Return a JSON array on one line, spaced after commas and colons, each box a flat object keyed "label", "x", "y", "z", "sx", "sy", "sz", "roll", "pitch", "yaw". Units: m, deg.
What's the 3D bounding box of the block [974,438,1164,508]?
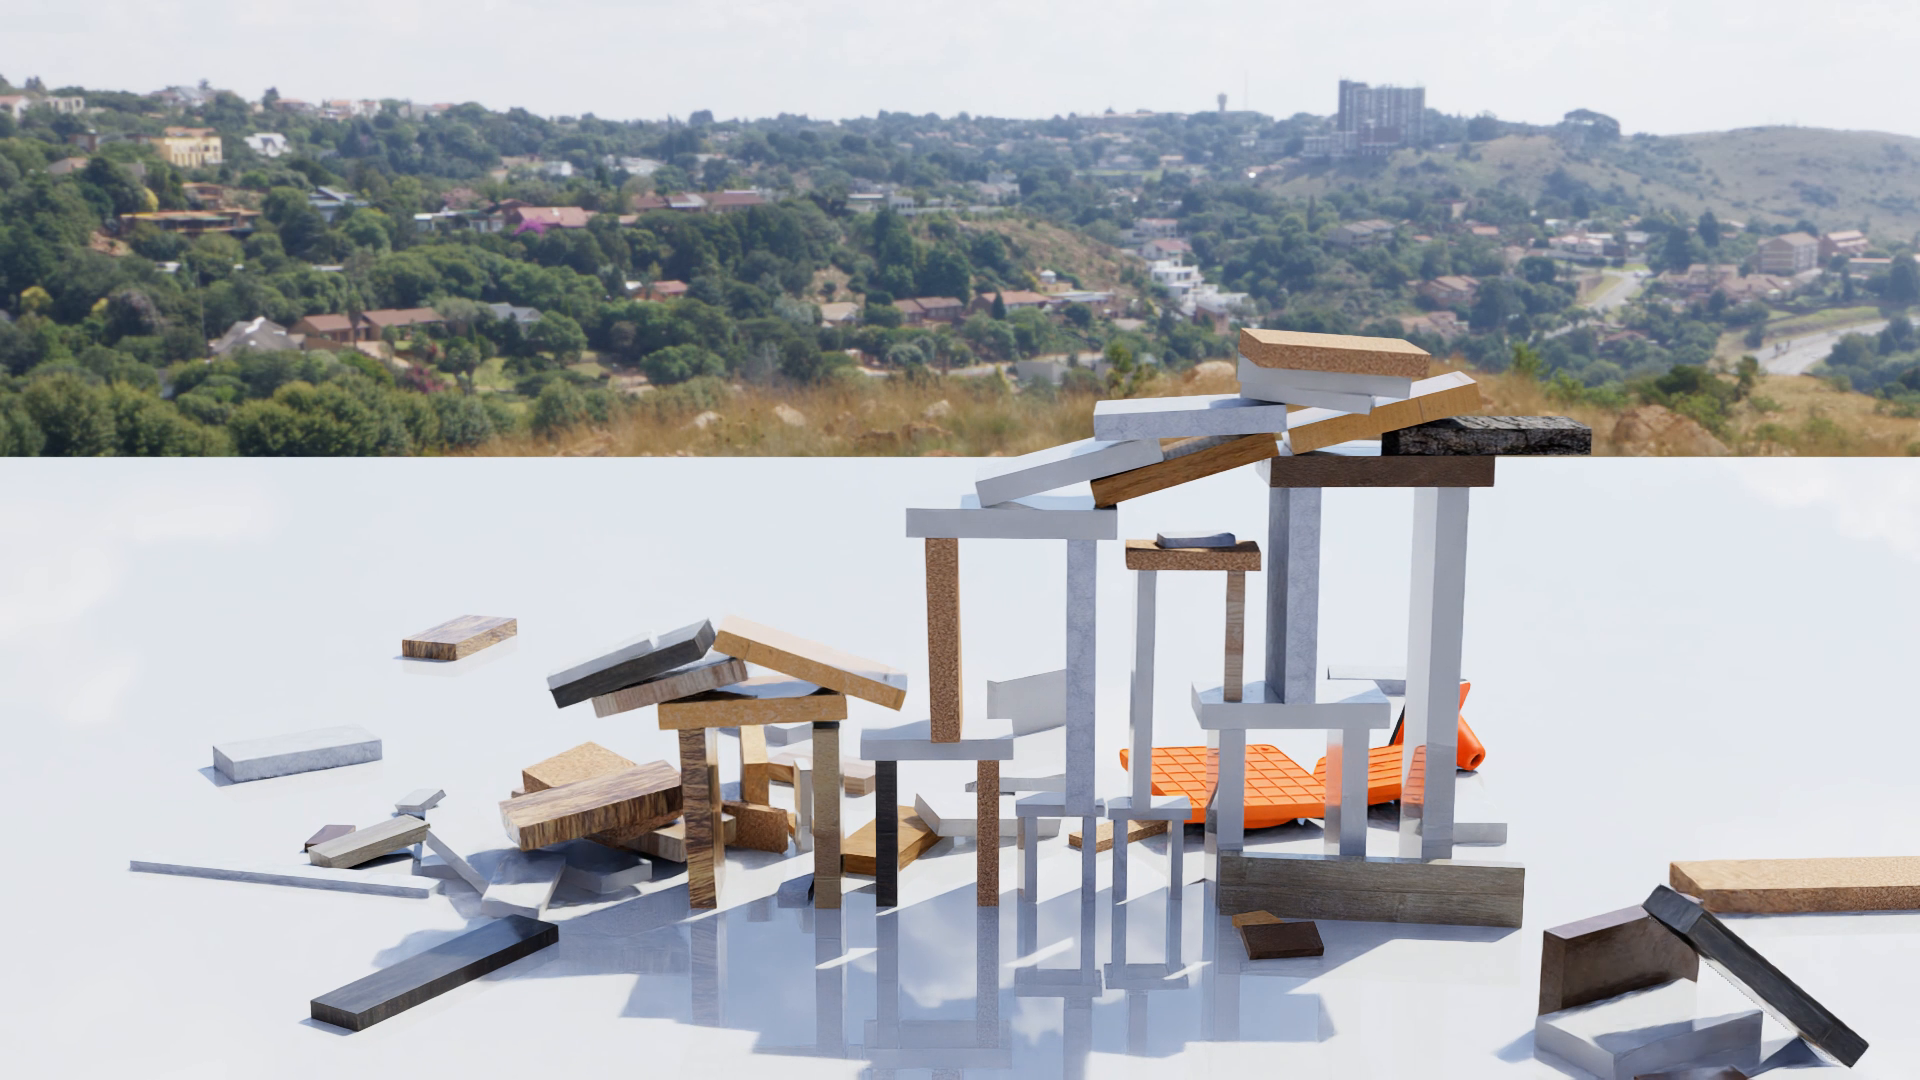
[{"label": "block", "x": 0.174, "y": -0.122, "z": 3.531, "sx": 0.297, "sy": 0.042, "sz": 0.148, "roll": -14, "pitch": 10, "yaw": 5}]

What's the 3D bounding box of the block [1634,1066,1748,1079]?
[{"label": "block", "x": 0.971, "y": 0.723, "z": 2.898, "sx": 0.143, "sy": 0.020, "sz": 0.072, "roll": -2, "pitch": 11, "yaw": -13}]

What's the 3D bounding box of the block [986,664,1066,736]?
[{"label": "block", "x": 0.163, "y": 0.340, "z": 4.677, "sx": 0.246, "sy": 0.123, "sz": 0.035, "roll": -8, "pitch": 13, "yaw": -38}]

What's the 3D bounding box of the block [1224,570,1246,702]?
[{"label": "block", "x": 0.447, "y": 0.145, "z": 3.577, "sx": 0.030, "sy": 0.213, "sz": 0.107, "roll": 2, "pitch": 11, "yaw": 8}]

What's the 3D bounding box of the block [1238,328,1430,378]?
[{"label": "block", "x": 0.573, "y": -0.287, "z": 3.380, "sx": 0.264, "sy": 0.037, "sz": 0.132, "roll": 3, "pitch": 15, "yaw": -8}]

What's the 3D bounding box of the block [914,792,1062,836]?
[{"label": "block", "x": 0.049, "y": 0.495, "z": 3.969, "sx": 0.238, "sy": 0.034, "sz": 0.119, "roll": 3, "pitch": 15, "yaw": -24}]

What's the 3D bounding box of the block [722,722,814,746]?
[{"label": "block", "x": -0.409, "y": 0.385, "z": 4.677, "sx": 0.246, "sy": 0.035, "sz": 0.123, "roll": 9, "pitch": 14, "yaw": 41}]

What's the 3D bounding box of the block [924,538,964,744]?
[{"label": "block", "x": -0.025, "y": 0.147, "z": 3.585, "sx": 0.047, "sy": 0.334, "sz": 0.167, "roll": -1, "pitch": 10, "yaw": 2}]

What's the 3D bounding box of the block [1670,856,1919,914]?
[{"label": "block", "x": 1.518, "y": 0.571, "z": 3.660, "sx": 0.633, "sy": 0.041, "sz": 0.145, "roll": -1, "pitch": 11, "yaw": -4}]

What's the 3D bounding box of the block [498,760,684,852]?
[{"label": "block", "x": -0.617, "y": 0.448, "z": 3.730, "sx": 0.297, "sy": 0.042, "sz": 0.148, "roll": -13, "pitch": 16, "yaw": -22}]

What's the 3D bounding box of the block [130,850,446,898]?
[{"label": "block", "x": -1.148, "y": 0.568, "z": 3.744, "sx": 0.569, "sy": 0.015, "sz": 0.054, "roll": 3, "pitch": 11, "yaw": 15}]

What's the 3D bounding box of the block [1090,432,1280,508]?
[{"label": "block", "x": 0.356, "y": -0.126, "z": 3.519, "sx": 0.297, "sy": 0.042, "sz": 0.148, "roll": -16, "pitch": 10, "yaw": 7}]

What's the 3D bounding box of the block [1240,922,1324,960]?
[{"label": "block", "x": 0.498, "y": 0.620, "z": 3.403, "sx": 0.117, "sy": 0.017, "sz": 0.059, "roll": -2, "pitch": 34, "yaw": -9}]

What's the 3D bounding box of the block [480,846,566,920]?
[{"label": "block", "x": -0.716, "y": 0.565, "z": 3.615, "sx": 0.094, "sy": 0.027, "sz": 0.188, "roll": 9, "pitch": 20, "yaw": 1}]

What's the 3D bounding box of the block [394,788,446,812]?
[{"label": "block", "x": -1.002, "y": 0.483, "z": 4.083, "sx": 0.054, "sy": 0.015, "sz": 0.109, "roll": -37, "pitch": 18, "yaw": -35}]

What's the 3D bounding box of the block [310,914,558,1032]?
[{"label": "block", "x": -0.780, "y": 0.645, "z": 3.301, "sx": 0.095, "sy": 0.027, "sz": 0.417, "roll": 6, "pitch": 12, "yaw": 31}]

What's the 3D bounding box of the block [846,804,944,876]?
[{"label": "block", "x": -0.119, "y": 0.531, "z": 3.894, "sx": 0.119, "sy": 0.034, "sz": 0.287, "roll": 4, "pitch": 11, "yaw": 21}]

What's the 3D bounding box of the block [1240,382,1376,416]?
[{"label": "block", "x": 0.545, "y": -0.231, "z": 3.434, "sx": 0.201, "sy": 0.028, "sz": 0.100, "roll": 9, "pitch": 15, "yaw": 14}]

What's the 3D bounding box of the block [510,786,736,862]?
[{"label": "block", "x": -0.602, "y": 0.489, "z": 3.918, "sx": 0.399, "sy": 0.042, "sz": 0.149, "roll": 10, "pitch": 15, "yaw": 32}]

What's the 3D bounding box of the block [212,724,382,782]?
[{"label": "block", "x": -1.333, "y": 0.427, "z": 4.428, "sx": 0.296, "sy": 0.042, "sz": 0.148, "roll": -7, "pitch": 12, "yaw": -33}]

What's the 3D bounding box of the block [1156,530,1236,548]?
[{"label": "block", "x": 0.383, "y": -0.002, "z": 3.573, "sx": 0.117, "sy": 0.017, "sz": 0.059, "roll": -2, "pitch": 11, "yaw": -10}]

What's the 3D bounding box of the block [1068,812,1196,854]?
[{"label": "block", "x": 0.313, "y": 0.522, "z": 3.981, "sx": 0.258, "sy": 0.019, "sz": 0.068, "roll": -9, "pitch": 14, "yaw": -41}]

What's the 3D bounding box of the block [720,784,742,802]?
[{"label": "block", "x": -0.455, "y": 0.496, "z": 4.103, "sx": 0.095, "sy": 0.027, "sz": 0.191, "roll": -1, "pitch": 11, "yaw": -7}]

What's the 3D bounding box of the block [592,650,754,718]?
[{"label": "block", "x": -0.468, "y": 0.228, "z": 3.598, "sx": 0.254, "sy": 0.036, "sz": 0.127, "roll": -15, "pitch": 10, "yaw": 1}]

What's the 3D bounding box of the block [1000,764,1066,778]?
[{"label": "block", "x": 0.138, "y": 0.465, "z": 4.290, "sx": 0.137, "sy": 0.019, "sz": 0.068, "roll": -7, "pitch": 12, "yaw": -32}]

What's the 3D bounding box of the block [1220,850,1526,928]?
[{"label": "block", "x": 0.661, "y": 0.562, "z": 3.544, "sx": 0.480, "sy": 0.100, "sz": 0.028, "roll": 1, "pitch": 11, "yaw": 7}]

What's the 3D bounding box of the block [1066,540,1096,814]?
[{"label": "block", "x": 0.197, "y": 0.206, "z": 3.591, "sx": 0.047, "sy": 0.451, "sz": 0.167, "roll": 0, "pitch": 11, "yaw": 3}]

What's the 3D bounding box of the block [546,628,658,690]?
[{"label": "block", "x": -0.579, "y": 0.193, "z": 3.562, "sx": 0.178, "sy": 0.021, "sz": 0.075, "roll": -21, "pitch": 10, "yaw": 1}]

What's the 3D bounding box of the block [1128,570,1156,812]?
[{"label": "block", "x": 0.298, "y": 0.237, "z": 3.603, "sx": 0.030, "sy": 0.403, "sz": 0.107, "roll": 1, "pitch": 11, "yaw": 0}]

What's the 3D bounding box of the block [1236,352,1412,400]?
[{"label": "block", "x": 0.565, "y": -0.263, "z": 3.433, "sx": 0.264, "sy": 0.037, "sz": 0.132, "roll": 7, "pitch": 15, "yaw": 5}]

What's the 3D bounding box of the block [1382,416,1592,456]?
[{"label": "block", "x": 0.840, "y": -0.167, "z": 3.521, "sx": 0.301, "sy": 0.043, "sz": 0.150, "roll": 0, "pitch": 11, "yaw": 0}]

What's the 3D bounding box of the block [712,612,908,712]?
[{"label": "block", "x": -0.241, "y": 0.198, "z": 3.585, "sx": 0.318, "sy": 0.036, "sz": 0.127, "roll": 19, "pitch": 9, "yaw": -3}]

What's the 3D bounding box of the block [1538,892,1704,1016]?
[{"label": "block", "x": 0.953, "y": 0.609, "z": 3.168, "sx": 0.290, "sy": 0.145, "sz": 0.041, "roll": -7, "pitch": 13, "yaw": -32}]

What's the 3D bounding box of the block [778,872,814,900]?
[{"label": "block", "x": -0.273, "y": 0.579, "z": 3.686, "sx": 0.051, "sy": 0.014, "sz": 0.102, "roll": 1, "pitch": 11, "yaw": 4}]

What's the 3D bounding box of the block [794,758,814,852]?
[{"label": "block", "x": -0.278, "y": 0.470, "z": 3.904, "sx": 0.021, "sy": 0.150, "sz": 0.075, "roll": -2, "pitch": 11, "yaw": -13}]

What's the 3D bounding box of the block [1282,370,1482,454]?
[{"label": "block", "x": 0.667, "y": -0.204, "z": 3.513, "sx": 0.301, "sy": 0.043, "sz": 0.150, "roll": -14, "pitch": 10, "yaw": 5}]

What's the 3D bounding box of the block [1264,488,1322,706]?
[{"label": "block", "x": 0.540, "y": 0.075, "z": 3.574, "sx": 0.050, "sy": 0.353, "sz": 0.176, "roll": -1, "pitch": 11, "yaw": -3}]

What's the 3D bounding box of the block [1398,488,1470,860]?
[{"label": "block", "x": 0.775, "y": 0.245, "z": 3.610, "sx": 0.050, "sy": 0.700, "sz": 0.176, "roll": 0, "pitch": 11, "yaw": 0}]

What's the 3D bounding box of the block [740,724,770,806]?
[{"label": "block", "x": -0.386, "y": 0.433, "z": 4.110, "sx": 0.042, "sy": 0.148, "sz": 0.398, "roll": -1, "pitch": 11, "yaw": -7}]
